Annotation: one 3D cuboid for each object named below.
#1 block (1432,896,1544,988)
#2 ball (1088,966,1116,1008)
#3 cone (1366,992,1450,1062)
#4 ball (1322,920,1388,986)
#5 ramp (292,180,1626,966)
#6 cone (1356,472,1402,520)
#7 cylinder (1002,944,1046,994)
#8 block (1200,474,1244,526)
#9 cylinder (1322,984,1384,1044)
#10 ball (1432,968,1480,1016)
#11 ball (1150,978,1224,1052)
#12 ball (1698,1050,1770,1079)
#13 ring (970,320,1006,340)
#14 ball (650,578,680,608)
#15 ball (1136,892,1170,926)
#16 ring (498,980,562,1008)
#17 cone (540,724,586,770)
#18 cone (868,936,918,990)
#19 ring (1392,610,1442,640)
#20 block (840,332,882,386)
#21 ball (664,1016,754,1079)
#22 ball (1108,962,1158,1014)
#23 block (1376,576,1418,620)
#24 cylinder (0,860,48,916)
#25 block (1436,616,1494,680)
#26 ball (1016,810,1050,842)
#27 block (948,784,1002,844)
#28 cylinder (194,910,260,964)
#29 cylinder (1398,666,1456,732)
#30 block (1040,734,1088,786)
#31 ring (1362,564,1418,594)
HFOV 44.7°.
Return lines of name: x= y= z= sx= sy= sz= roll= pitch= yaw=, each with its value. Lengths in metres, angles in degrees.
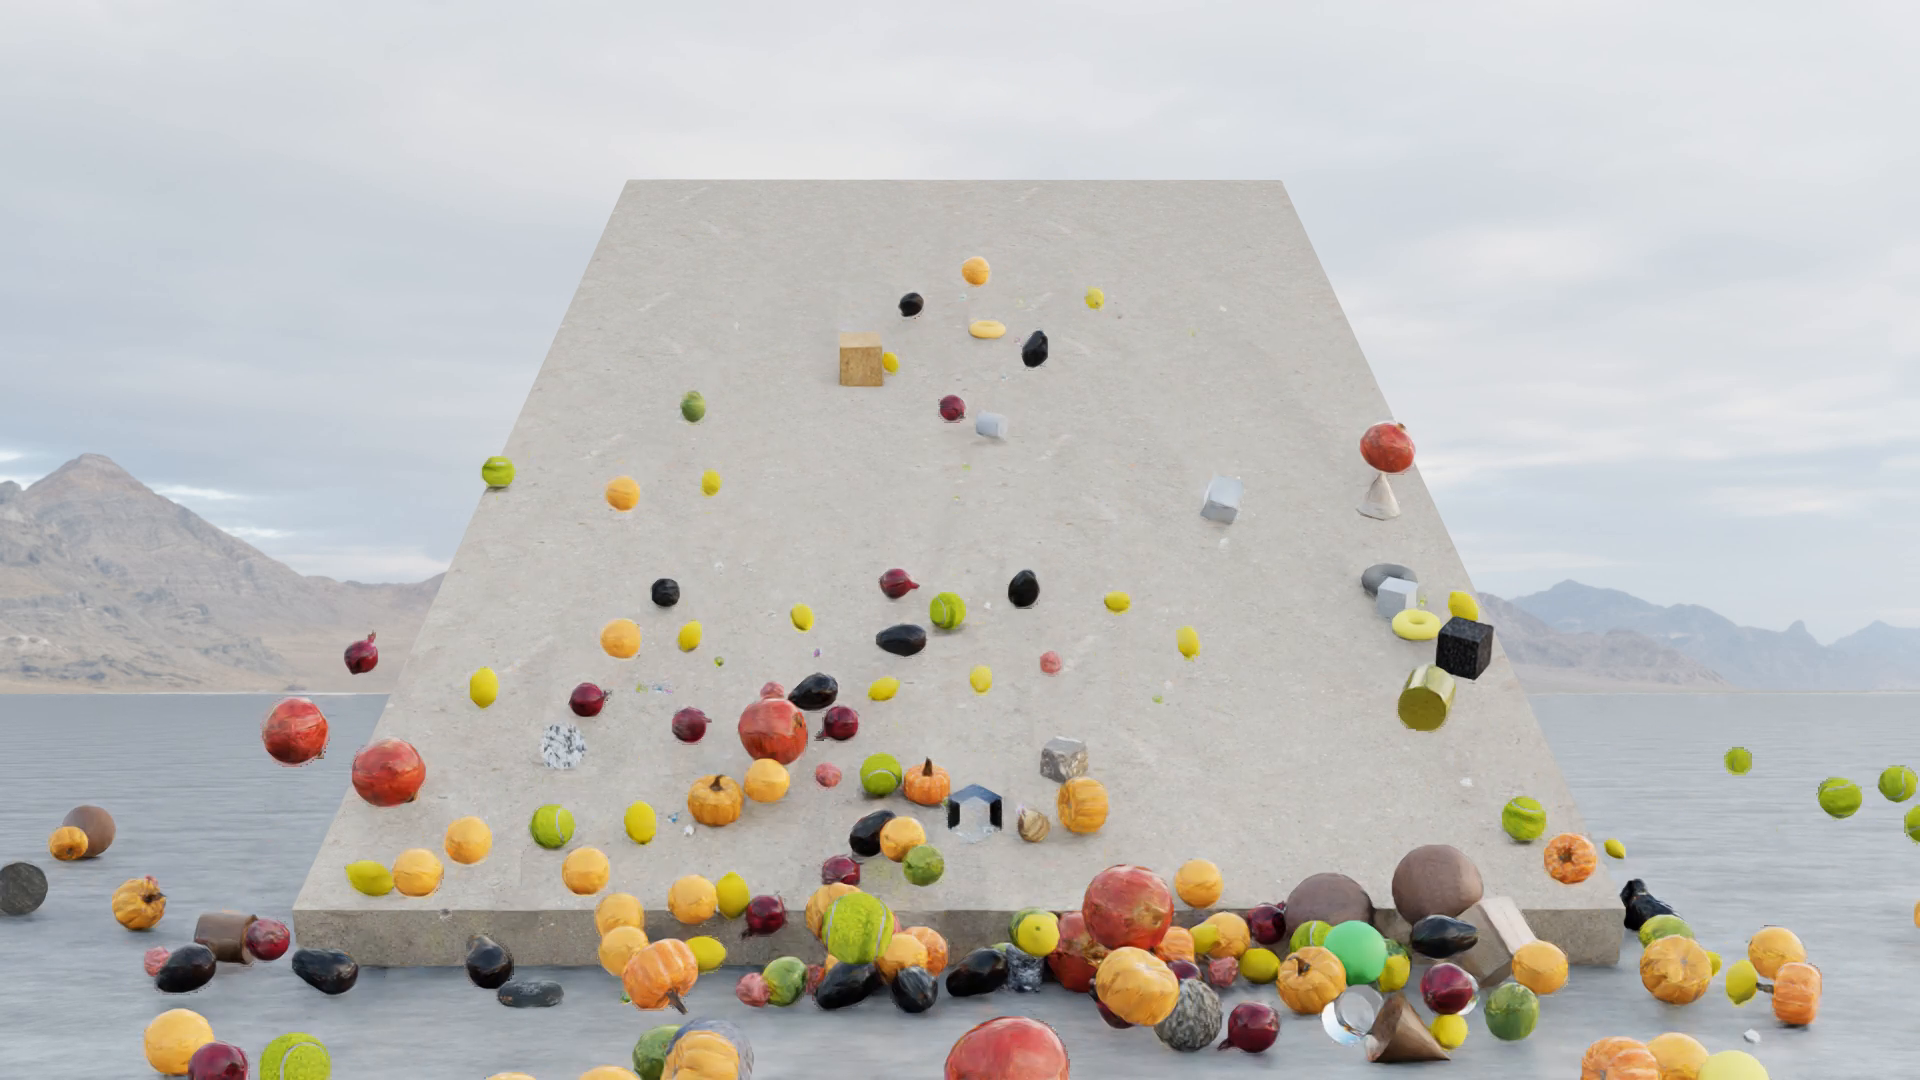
block: x=0.740 y=0.565 z=3.268 sx=0.090 sy=0.090 sz=0.090 roll=4 pitch=-41 yaw=-50
ball: x=0.197 y=0.588 z=3.070 sx=0.054 sy=0.054 sz=0.054 roll=0 pitch=-4 yaw=0
cone: x=0.517 y=0.569 z=2.636 sx=0.086 sy=0.086 sz=0.086 roll=27 pitch=-6 yaw=-3
ball: x=0.522 y=0.548 z=3.091 sx=0.086 sy=0.086 sz=0.086 roll=0 pitch=-4 yaw=0
ramp: x=-0.008 y=-0.229 z=5.338 sx=2.000 sy=0.100 sz=4.000 roll=0 pitch=24 yaw=0
cone: x=0.871 y=-0.102 z=4.833 sx=0.092 sy=0.092 sz=0.092 roll=0 pitch=24 yaw=0
cylinder: x=0.088 y=0.594 z=3.236 sx=0.055 sy=0.055 sz=0.055 roll=7 pitch=4 yaw=0
block: x=0.536 y=-0.083 z=4.770 sx=0.066 sy=0.066 sz=0.066 roll=17 pitch=-31 yaw=0
cylinder: x=0.458 y=0.552 z=2.716 sx=0.056 sy=0.056 sz=0.056 roll=1 pitch=-27 yaw=-14
ball: x=0.638 y=0.581 z=2.998 sx=0.060 sy=0.060 sz=0.060 roll=0 pitch=-4 yaw=0
ball: x=0.263 y=0.551 z=2.707 sx=0.084 sy=0.084 sz=0.084 roll=0 pitch=-4 yaw=0
ball: x=0.754 y=0.532 z=2.274 sx=0.067 sy=0.067 sz=0.067 roll=0 pitch=-4 yaw=0
ring: x=0.070 y=-0.526 z=5.836 sx=0.088 sy=0.029 sz=0.088 roll=1 pitch=24 yaw=0
ball: x=-0.558 y=0.100 z=4.426 sx=0.055 sy=0.055 sz=0.055 roll=0 pitch=-4 yaw=0
ball: x=0.286 y=0.546 z=3.456 sx=0.052 sy=0.052 sz=0.052 roll=0 pitch=-4 yaw=0
ring: x=-0.571 y=0.603 z=3.101 sx=0.086 sy=0.029 sz=0.086 roll=1 pitch=-2 yaw=0
cone: x=-0.678 y=0.346 z=3.908 sx=0.077 sy=0.077 sz=0.077 roll=2 pitch=-6 yaw=-28
cone: x=-0.109 y=0.602 z=3.237 sx=0.076 sy=0.076 sz=0.076 roll=3 pitch=-44 yaw=-44
ring: x=0.848 y=0.158 z=4.337 sx=0.091 sy=0.030 sz=0.091 roll=0 pitch=26 yaw=0
block: x=-0.235 y=-0.428 z=5.534 sx=0.099 sy=0.099 sz=0.099 roll=-2 pitch=25 yaw=-4
ball: x=-0.248 y=0.514 z=2.303 sx=0.087 sy=0.087 sz=0.087 roll=0 pitch=-4 yaw=0
ball: x=0.223 y=0.579 z=3.012 sx=0.066 sy=0.066 sz=0.066 roll=0 pitch=-4 yaw=0
block: x=0.824 y=0.111 z=4.405 sx=0.057 sy=0.057 sz=0.057 roll=14 pitch=28 yaw=27
cylinder: x=-1.754 y=0.648 z=4.353 sx=0.096 sy=0.096 sz=0.096 roll=1 pitch=-5 yaw=-22
block: x=0.908 y=0.194 z=4.200 sx=0.076 sy=0.076 sz=0.076 roll=15 pitch=28 yaw=29
ball: x=0.115 y=0.449 z=3.666 sx=0.052 sy=0.052 sz=0.052 roll=0 pitch=-4 yaw=0
block: x=0.023 y=0.433 z=3.691 sx=0.061 sy=0.061 sz=0.061 roll=22 pitch=32 yaw=39
cylinder: x=-1.092 y=0.592 z=3.480 sx=0.073 sy=0.073 sz=0.073 roll=5 pitch=-3 yaw=5
cylinder: x=0.803 y=0.272 z=4.017 sx=0.085 sy=0.085 sz=0.085 roll=-2 pitch=23 yaw=24
block: x=0.172 y=0.363 z=3.853 sx=0.054 sy=0.054 sz=0.054 roll=20 pitch=31 yaw=37
ring: x=0.831 y=0.078 z=4.506 sx=0.107 sy=0.036 sz=0.107 roll=0 pitch=23 yaw=0
